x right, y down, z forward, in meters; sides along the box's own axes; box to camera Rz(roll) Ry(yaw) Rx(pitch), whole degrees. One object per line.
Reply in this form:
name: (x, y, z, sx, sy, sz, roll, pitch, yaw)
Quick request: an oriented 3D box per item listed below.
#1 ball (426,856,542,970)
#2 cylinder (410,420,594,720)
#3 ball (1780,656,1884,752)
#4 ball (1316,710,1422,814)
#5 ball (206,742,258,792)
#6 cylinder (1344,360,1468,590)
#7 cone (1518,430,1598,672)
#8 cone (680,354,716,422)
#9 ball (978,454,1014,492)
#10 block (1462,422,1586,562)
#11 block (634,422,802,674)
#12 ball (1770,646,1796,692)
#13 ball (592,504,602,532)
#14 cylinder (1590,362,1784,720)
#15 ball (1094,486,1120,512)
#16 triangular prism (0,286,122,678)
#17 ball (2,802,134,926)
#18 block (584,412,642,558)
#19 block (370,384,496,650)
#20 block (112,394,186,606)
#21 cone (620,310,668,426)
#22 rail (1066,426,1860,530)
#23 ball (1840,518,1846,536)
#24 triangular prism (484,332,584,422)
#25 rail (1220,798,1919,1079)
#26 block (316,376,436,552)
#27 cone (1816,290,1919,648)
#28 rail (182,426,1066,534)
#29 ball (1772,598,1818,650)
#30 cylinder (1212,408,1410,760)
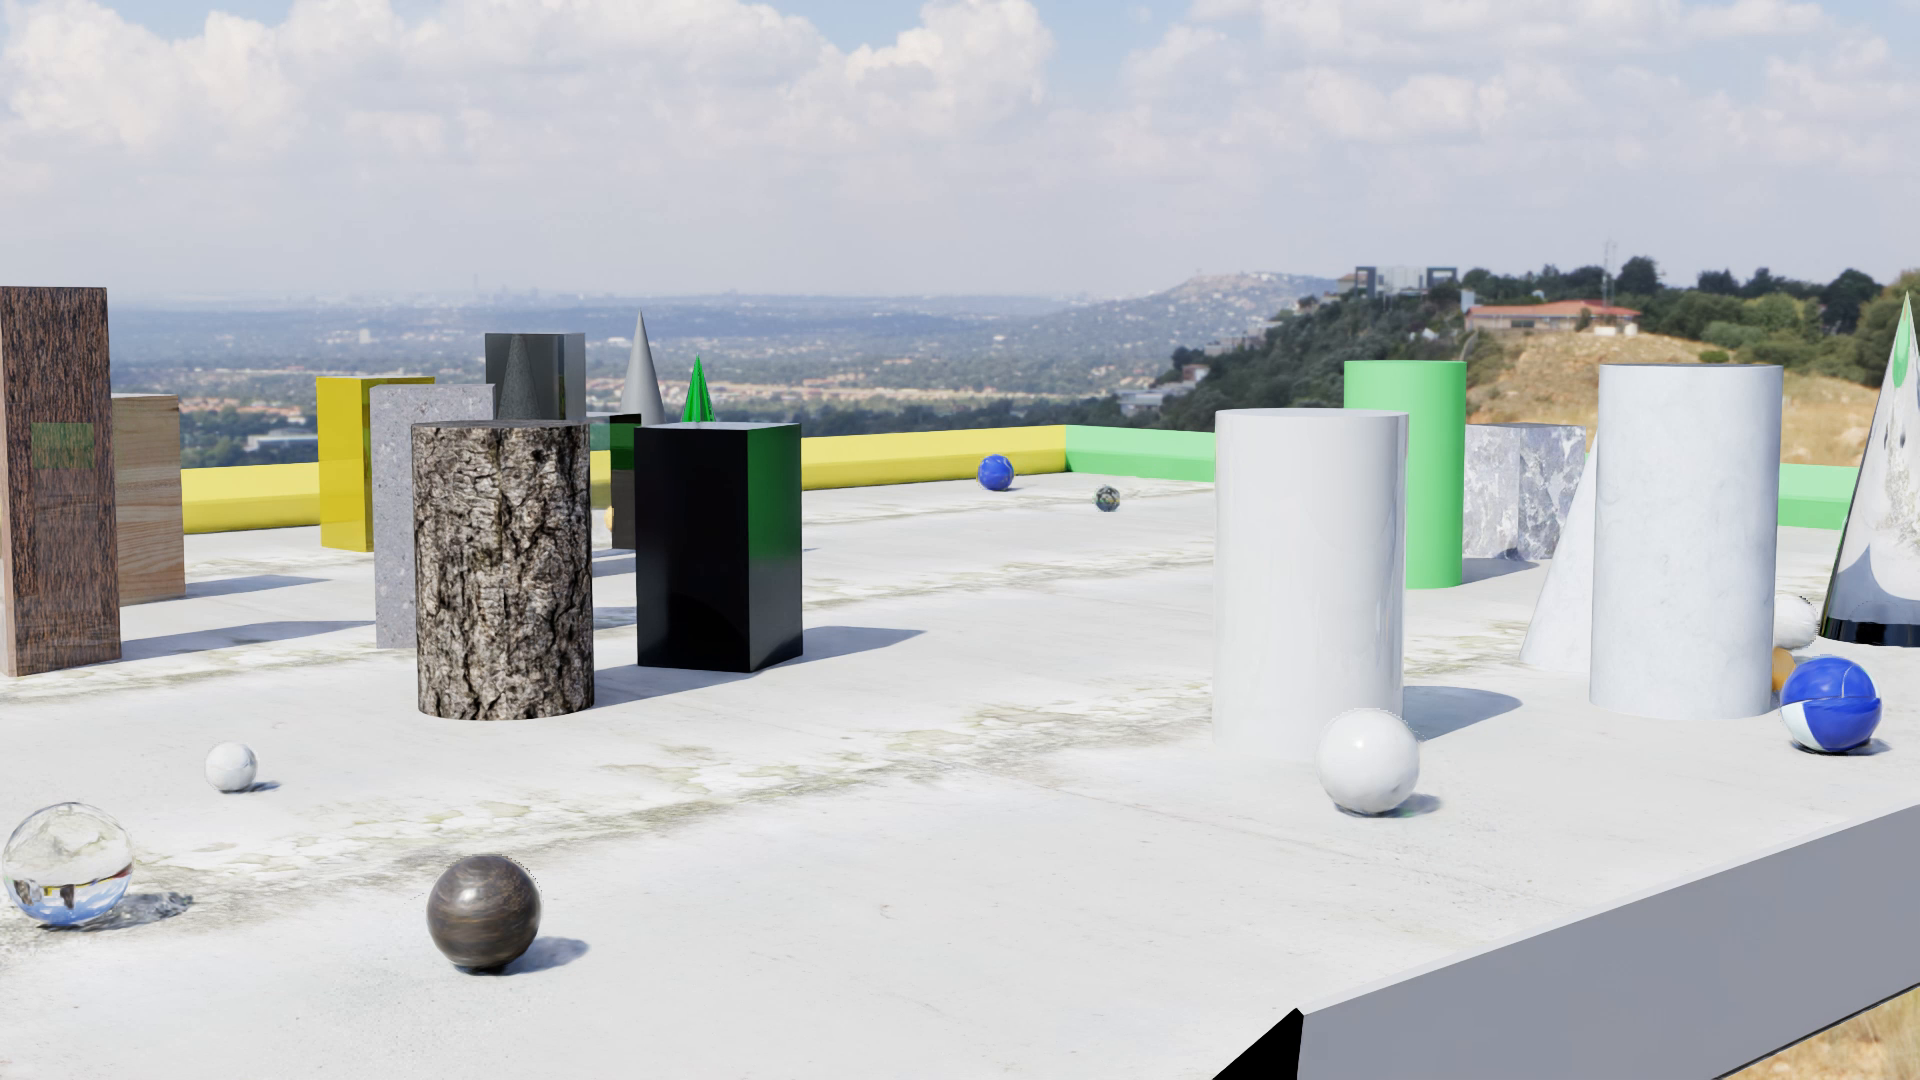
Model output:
ball: (-0.322, 0.252, 1.489, 0.077, 0.077, 0.077, 0, 6, 0)
cylinder: (-0.512, 0.028, 2.470, 0.195, 0.318, 0.195, 0, 6, 0)
ball: (0.878, 0.166, 2.216, 0.097, 0.097, 0.097, 0, 6, 0)
ball: (0.362, 0.196, 1.948, 0.092, 0.092, 0.092, 0, 6, 0)
ball: (-0.675, 0.210, 2.038, 0.046, 0.046, 0.046, 0, 6, 0)
cylinder: (0.724, -0.111, 3.592, 0.195, 0.360, 0.195, 0, 6, 0)
cone: (0.811, -0.007, 2.783, 0.195, 0.323, 0.195, 0, 6, 0)
cone: (-0.457, -0.143, 3.849, 0.195, 0.371, 0.195, 0, 6, 0)
ball: (0.088, -0.165, 5.413, 0.090, 0.090, 0.090, 0, 6, 0)
block: (1.020, -0.091, 3.997, 0.156, 0.236, 0.156, -3, 7, -29)
block: (-0.304, 0.004, 2.786, 0.156, 0.299, 0.156, 2, 6, 20)
ball: (0.933, 0.148, 2.531, 0.053, 0.053, 0.053, 0, 6, 0)
ball: (-0.738, -0.044, 4.330, 0.062, 0.062, 0.062, 0, 6, 0)
cylinder: (0.814, -0.004, 2.470, 0.195, 0.383, 0.195, 0, 6, 0)
ball: (0.325, -0.089, 4.842, 0.057, 0.057, 0.057, 0, 6, 0)
triangular prism: (-1.137, -0.080, 2.758, 0.147, 0.473, 0.169, -4, 7, -33)
ball: (-0.647, 0.235, 1.595, 0.089, 0.089, 0.089, 0, 6, 0)
block: (-0.693, -0.104, 4.036, 0.156, 0.254, 0.156, 3, 7, 28)
block: (-0.705, -0.036, 2.967, 0.156, 0.342, 0.156, -1, 6, -10)
block: (-1.309, -0.064, 3.369, 0.156, 0.314, 0.156, 3, 7, 29)
cone: (-0.634, -0.238, 4.379, 0.195, 0.451, 0.195, 0, 6, 0)
rail: (1.510, -0.112, 4.718, 0.045, 0.127, 3.649, -5, 8, -42)
ball: (1.626, -0.013, 3.931, 0.096, 0.096, 0.096, 0, 6, 0)
triangular prism: (-0.681, -0.145, 3.701, 0.169, 0.406, 0.147, 4, 7, 32)
rail: (1.221, 0.171, 2.016, 4.157, 0.127, 0.045, -5, 8, -42)
block: (-1.094, -0.147, 4.133, 0.156, 0.320, 0.156, 6, 8, 43)
cone: (1.274, -0.103, 2.981, 0.195, 0.472, 0.195, 0, 6, 0)
rail: (-1.221, -0.105, 4.648, 4.157, 0.127, 0.045, -5, 8, -42)
ball: (1.089, 0.110, 2.889, 0.069, 0.069, 0.069, 0, 6, 0)
cylinder: (0.358, 0.039, 2.257, 0.195, 0.340, 0.195, 0, 6, 0)
